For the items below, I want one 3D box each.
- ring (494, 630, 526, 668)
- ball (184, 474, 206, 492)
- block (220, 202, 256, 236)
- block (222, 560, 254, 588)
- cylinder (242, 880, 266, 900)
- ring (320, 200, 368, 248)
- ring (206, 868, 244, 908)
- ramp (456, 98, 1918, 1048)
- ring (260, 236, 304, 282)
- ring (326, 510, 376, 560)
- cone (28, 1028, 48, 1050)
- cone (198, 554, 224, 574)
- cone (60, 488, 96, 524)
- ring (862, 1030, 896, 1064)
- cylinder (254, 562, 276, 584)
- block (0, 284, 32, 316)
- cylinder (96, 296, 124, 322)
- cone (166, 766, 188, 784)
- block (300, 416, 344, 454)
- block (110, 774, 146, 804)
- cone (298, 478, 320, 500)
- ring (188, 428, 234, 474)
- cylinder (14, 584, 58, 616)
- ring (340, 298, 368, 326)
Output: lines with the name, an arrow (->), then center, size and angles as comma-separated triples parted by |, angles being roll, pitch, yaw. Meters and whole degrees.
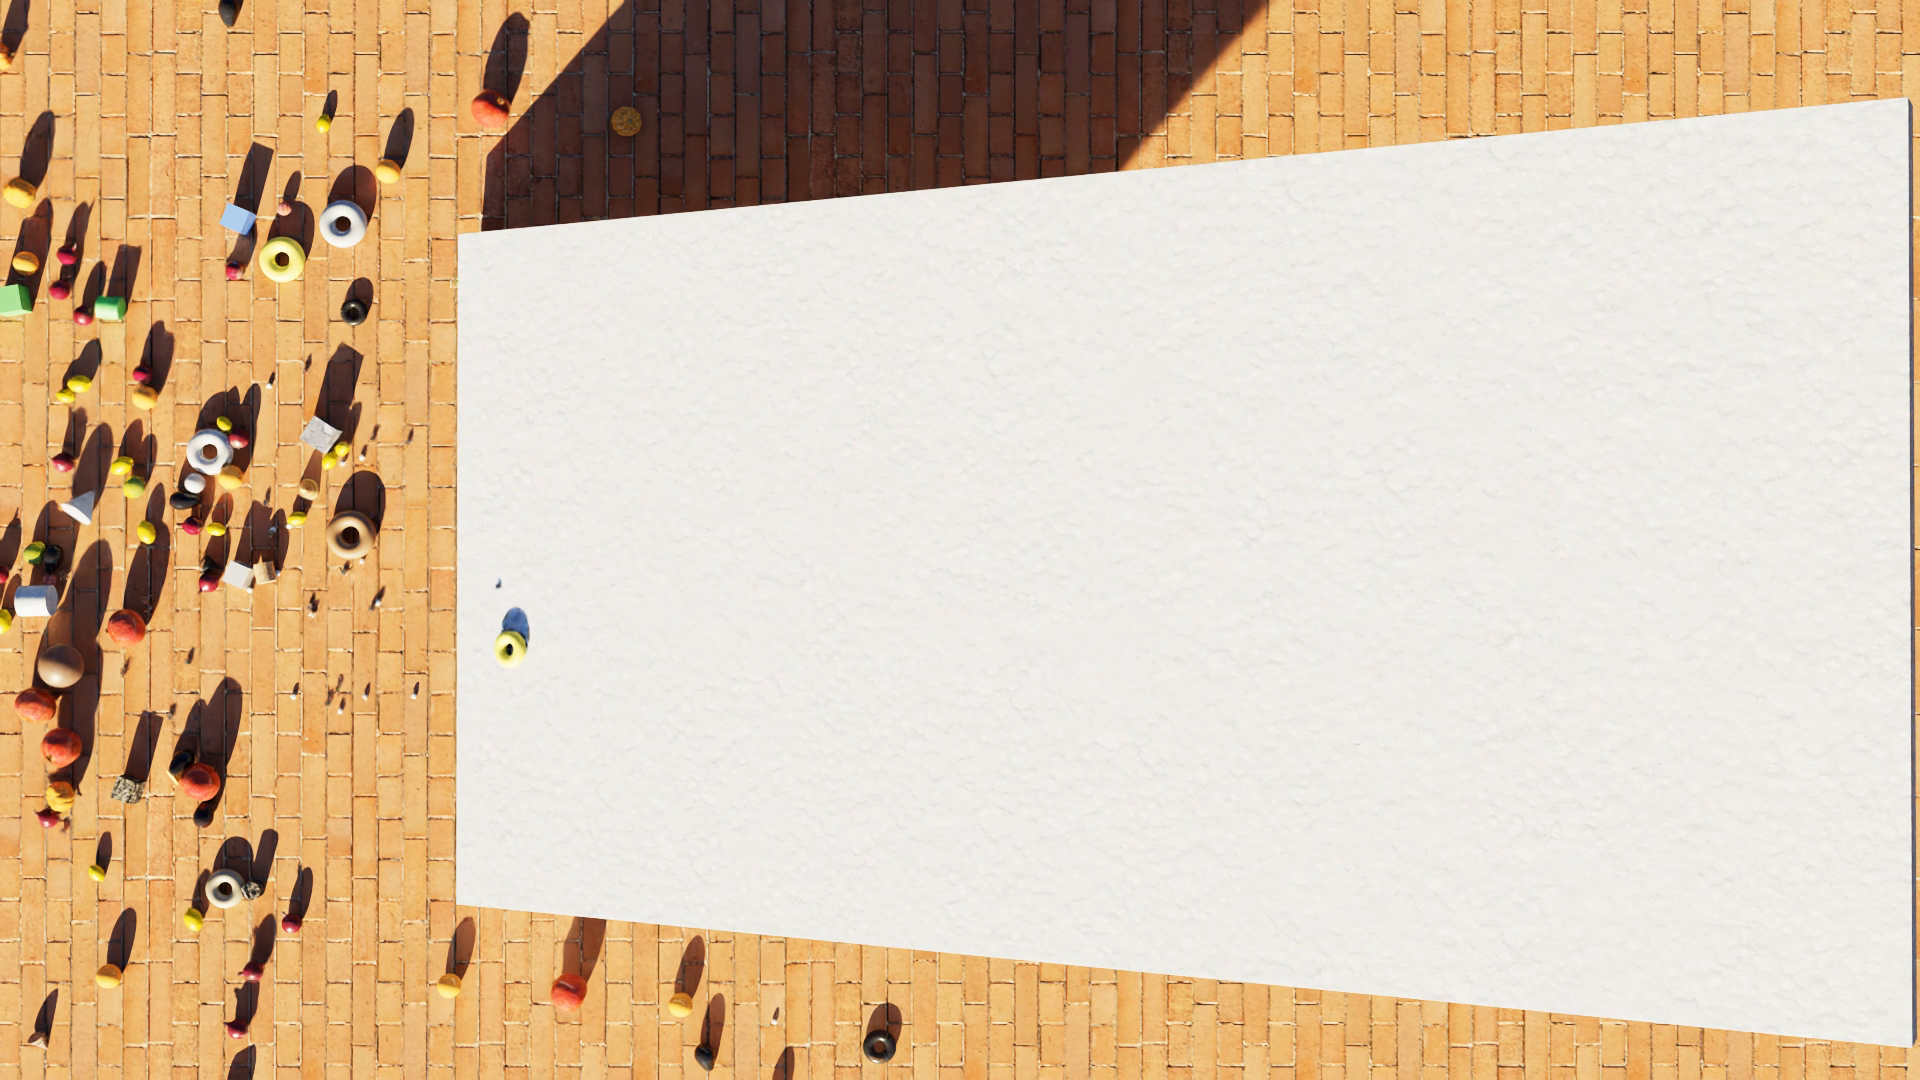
ring -> -1.317, 0.319, 6.440 | 0.110, 0.037, 0.110 | 0, 90, 28
ball -> -2.303, -0.171, 6.624 | 0.059, 0.059, 0.059 | 0, 89, 0
block -> -2.176, -0.966, 6.627 | 0.069, 0.069, 0.069 | 23, 89, 0
block -> -2.169, 0.104, 6.619 | 0.065, 0.065, 0.065 | 24, 89, 0
cylinder -> -2.125, 1.052, 6.615 | 0.054, 0.054, 0.054 | 0, 89, 0
ring -> -1.861, -0.955, 6.638 | 0.144, 0.048, 0.144 | 0, 88, 0
ring -> -2.211, 1.049, 6.622 | 0.120, 0.040, 0.120 | 0, 89, -1
ramp -> 0.273, 0.076, 5.639 | 4.000, 0.100, 2.000 | 0, 89, 29
ring -> -2.046, -0.847, 6.638 | 0.138, 0.046, 0.138 | 0, 90, 1
ring -> -1.835, -0.016, 6.628 | 0.150, 0.050, 0.150 | 0, 90, -1
cone -> -2.765, 1.515, 6.624 | 0.058, 0.058, 0.058 | -26, 116, 0
cone -> -2.255, 0.080, 6.637 | 0.066, 0.066, 0.066 | 17, 89, -26
cone -> -2.637, -0.117, 6.631 | 0.100, 0.100, 0.100 | 28, 63, 0
ring -> -0.242, 1.525, 6.620 | 0.102, 0.034, 0.102 | 0, 88, 0
cylinder -> -2.093, 0.098, 6.622 | 0.059, 0.059, 0.059 | -13, 89, 0
block -> -2.853, -0.721, 6.621 | 0.077, 0.077, 0.077 | -10, 89, 0
cylinder -> -2.560, -0.698, 6.626 | 0.066, 0.066, 0.066 | 15, 89, -17
cone -> -2.353, 0.700, 6.633 | 0.056, 0.056, 0.056 | -41, 90, -27
block -> -1.920, -0.316, 6.615 | 0.080, 0.080, 0.080 | 33, 90, 0
block -> -2.500, 0.749, 6.611 | 0.068, 0.068, 0.068 | 19, 89, 0
cone -> -1.971, -0.153, 6.619 | 0.070, 0.070, 0.070 | 0, 89, 0
ring -> -2.261, -0.267, 6.632 | 0.139, 0.046, 0.139 | 0, 90, -1
cylinder -> -2.774, 0.182, 6.604 | 0.093, 0.093, 0.093 | -1, 89, 0
ring -> -1.831, -0.689, 6.645 | 0.083, 0.028, 0.083 | 0, 90, 1
